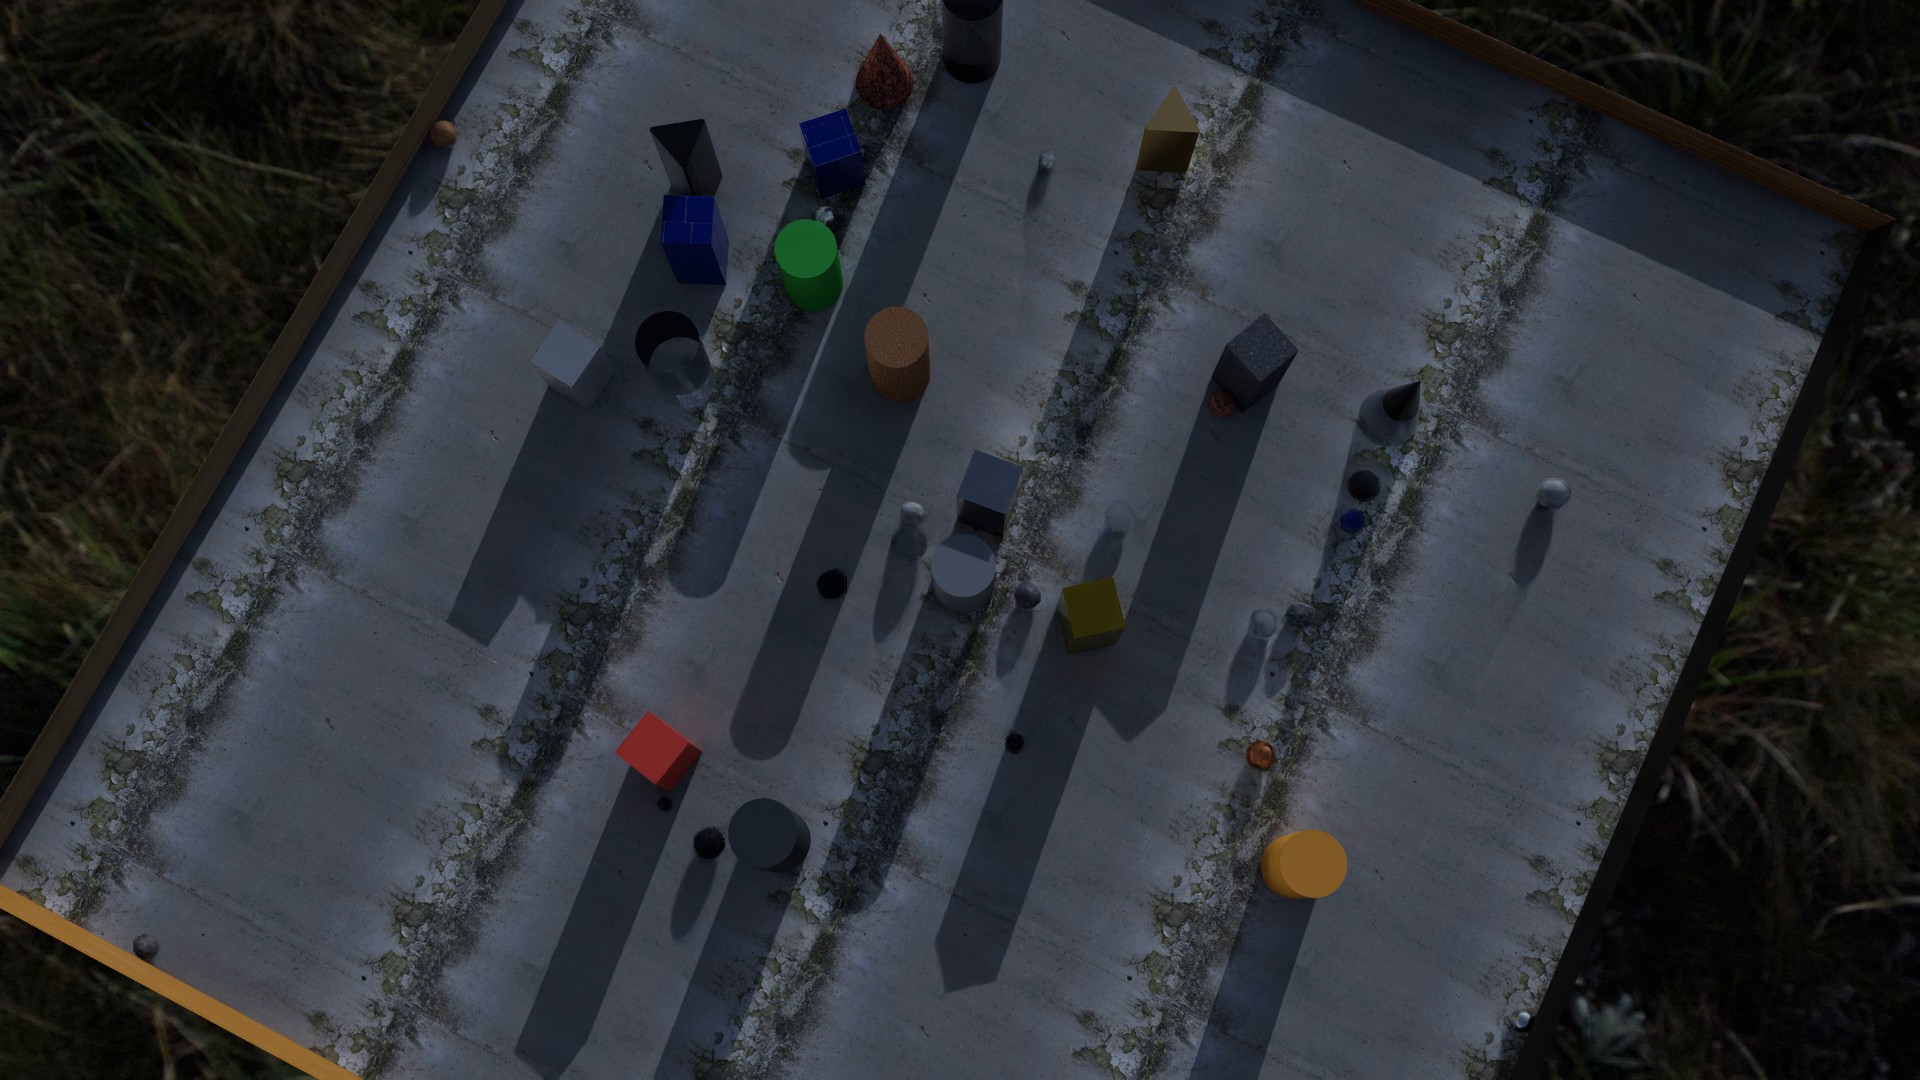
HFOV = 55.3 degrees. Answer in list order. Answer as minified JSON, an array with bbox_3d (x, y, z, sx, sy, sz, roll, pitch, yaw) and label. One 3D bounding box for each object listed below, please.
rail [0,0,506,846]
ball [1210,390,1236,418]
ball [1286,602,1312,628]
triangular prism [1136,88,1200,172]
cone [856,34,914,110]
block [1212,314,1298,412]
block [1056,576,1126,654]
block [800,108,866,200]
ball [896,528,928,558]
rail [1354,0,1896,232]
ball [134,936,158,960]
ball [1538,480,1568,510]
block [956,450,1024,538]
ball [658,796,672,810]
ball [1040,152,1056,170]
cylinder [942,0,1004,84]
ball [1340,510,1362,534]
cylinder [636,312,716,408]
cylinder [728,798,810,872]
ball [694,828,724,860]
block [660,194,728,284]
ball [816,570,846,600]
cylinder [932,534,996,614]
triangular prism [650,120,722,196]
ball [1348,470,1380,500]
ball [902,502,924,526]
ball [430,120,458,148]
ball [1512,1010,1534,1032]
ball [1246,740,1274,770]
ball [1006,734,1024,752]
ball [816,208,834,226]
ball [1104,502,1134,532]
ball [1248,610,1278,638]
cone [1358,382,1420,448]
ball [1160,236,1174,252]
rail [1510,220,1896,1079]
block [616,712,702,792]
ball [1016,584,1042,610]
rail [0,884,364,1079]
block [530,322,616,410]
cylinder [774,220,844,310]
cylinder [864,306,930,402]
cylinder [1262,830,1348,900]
[{"bbox_3d":[-1.903,-0.925,5.744,0.045,0.122,4.418,26,80,5],"label":"rail"},{"bbox_3d":[0.814,-0.419,5.661,0.083,0.083,0.083,0,78,0],"label":"ball"},{"bbox_3d":[1.023,0.226,5.528,0.081,0.081,0.081,0,78,0],"label":"ball"},{"bbox_3d":[0.650,-1.282,5.724,0.163,0.308,0.141,4,78,1],"label":"triangular prism"},{"bbox_3d":[-0.243,-1.512,5.756,0.188,0.339,0.188,0,78,0],"label":"cone"},{"bbox_3d":[0.890,-0.533,5.555,0.150,0.337,0.150,-39,81,-7],"label":"block"},{"bbox_3d":[0.383,0.227,5.403,0.150,0.326,0.150,-12,79,-3],"label":"block"},{"bbox_3d":[-0.398,-1.206,5.734,0.150,0.257,0.150,-19,79,-4],"label":"block"},{"bbox_3d":[-0.146,0.011,5.566,0.094,0.094,0.094,0,78,0],"label":"ball"},{"bbox_3d":[0.977,-1.908,5.948,4.302,0.122,0.045,26,80,5],"label":"rail"},{"bbox_3d":[-2.371,1.189,5.337,0.066,0.066,0.066,0,78,0],"label":"ball"},{"bbox_3d":[1.812,-0.140,5.599,0.090,0.090,0.090,0,78,0],"label":"ball"},{"bbox_3d":[0.087,-0.135,5.472,0.150,0.337,0.150,21,79,4],"label":"block"},{"bbox_3d":[-0.877,0.782,5.434,0.041,0.041,0.041,0,78,0],"label":"ball"},{"bbox_3d":[0.278,-1.208,5.840,0.052,0.052,0.052,0,78,0],"label":"ball"},{"bbox_3d":[0.038,-1.610,5.734,0.188,0.422,0.188,0,78,0],"label":"cylinder"},{"bbox_3d":[1.194,-0.054,5.593,0.069,0.069,0.069,0,78,0],"label":"ball"},{"bbox_3d":[-0.854,-0.539,5.531,0.188,0.386,0.188,0,78,0],"label":"cylinder"},{"bbox_3d":[-0.536,0.843,5.206,0.188,0.463,0.188,0,78,0],"label":"cylinder"},{"bbox_3d":[-0.737,0.893,5.386,0.089,0.089,0.089,0,78,0],"label":"ball"},{"bbox_3d":[-0.811,-0.917,5.624,0.150,0.356,0.150,2,78,0],"label":"block"},{"bbox_3d":[-0.389,0.135,5.544,0.086,0.086,0.086,0,78,0],"label":"ball"},{"bbox_3d":[0.010,0.103,5.446,0.188,0.293,0.188,0,78,0],"label":"cylinder"},{"bbox_3d":[-0.815,-1.164,5.645,0.141,0.415,0.163,-40,81,-7],"label":"triangular prism"},{"bbox_3d":[1.234,-0.169,5.604,0.092,0.092,0.092,0,78,0],"label":"ball"},{"bbox_3d":[-0.144,-0.079,5.596,0.071,0.071,0.071,0,78,0],"label":"ball"},{"bbox_3d":[-1.644,-1.295,5.842,0.083,0.083,0.083,0,78,0],"label":"ball"},{"bbox_3d":[1.626,1.389,5.296,0.065,0.065,0.065,0,78,0],"label":"ball"},{"bbox_3d":[0.892,0.638,5.441,0.085,0.085,0.085,0,78,0],"label":"ball"},{"bbox_3d":[0.164,0.603,5.464,0.054,0.054,0.054,0,78,0],"label":"ball"},{"bbox_3d":[-0.428,-1.023,5.799,0.058,0.058,0.058,0,78,0],"label":"ball"},{"bbox_3d":[0.484,-0.069,5.584,0.092,0.092,0.092,0,78,0],"label":"ball"},{"bbox_3d":[0.912,0.253,5.519,0.088,0.088,0.088,0,78,0],"label":"ball"},{"bbox_3d":[1.333,-0.420,5.499,0.188,0.401,0.188,0,78,0],"label":"cone"},{"bbox_3d":[0.654,-0.933,5.785,0.048,0.048,0.048,0,78,0],"label":"ball"},{"bbox_3d":[1.903,0.938,5.359,0.045,0.122,4.418,26,80,5],"label":"rail"},{"bbox_3d":[-0.877,0.619,5.347,0.150,0.277,0.150,37,81,7],"label":"block"},{"bbox_3d":[0.207,0.170,5.541,0.079,0.079,0.079,0,78,0],"label":"ball"},{"bbox_3d":[-0.977,1.921,5.156,4.302,0.122,0.045,26,80,5],"label":"rail"},{"bbox_3d":[-1.181,-0.530,5.601,0.150,0.245,0.150,31,80,6],"label":"block"},{"bbox_3d":[-0.462,-0.843,5.637,0.188,0.301,0.188,0,78,0],"label":"cylinder"},{"bbox_3d":[-0.187,-0.557,5.546,0.188,0.364,0.188,0,78,0],"label":"cylinder"},{"bbox_3d":[0.984,0.933,5.258,0.188,0.324,0.188,0,78,0],"label":"cylinder"}]
